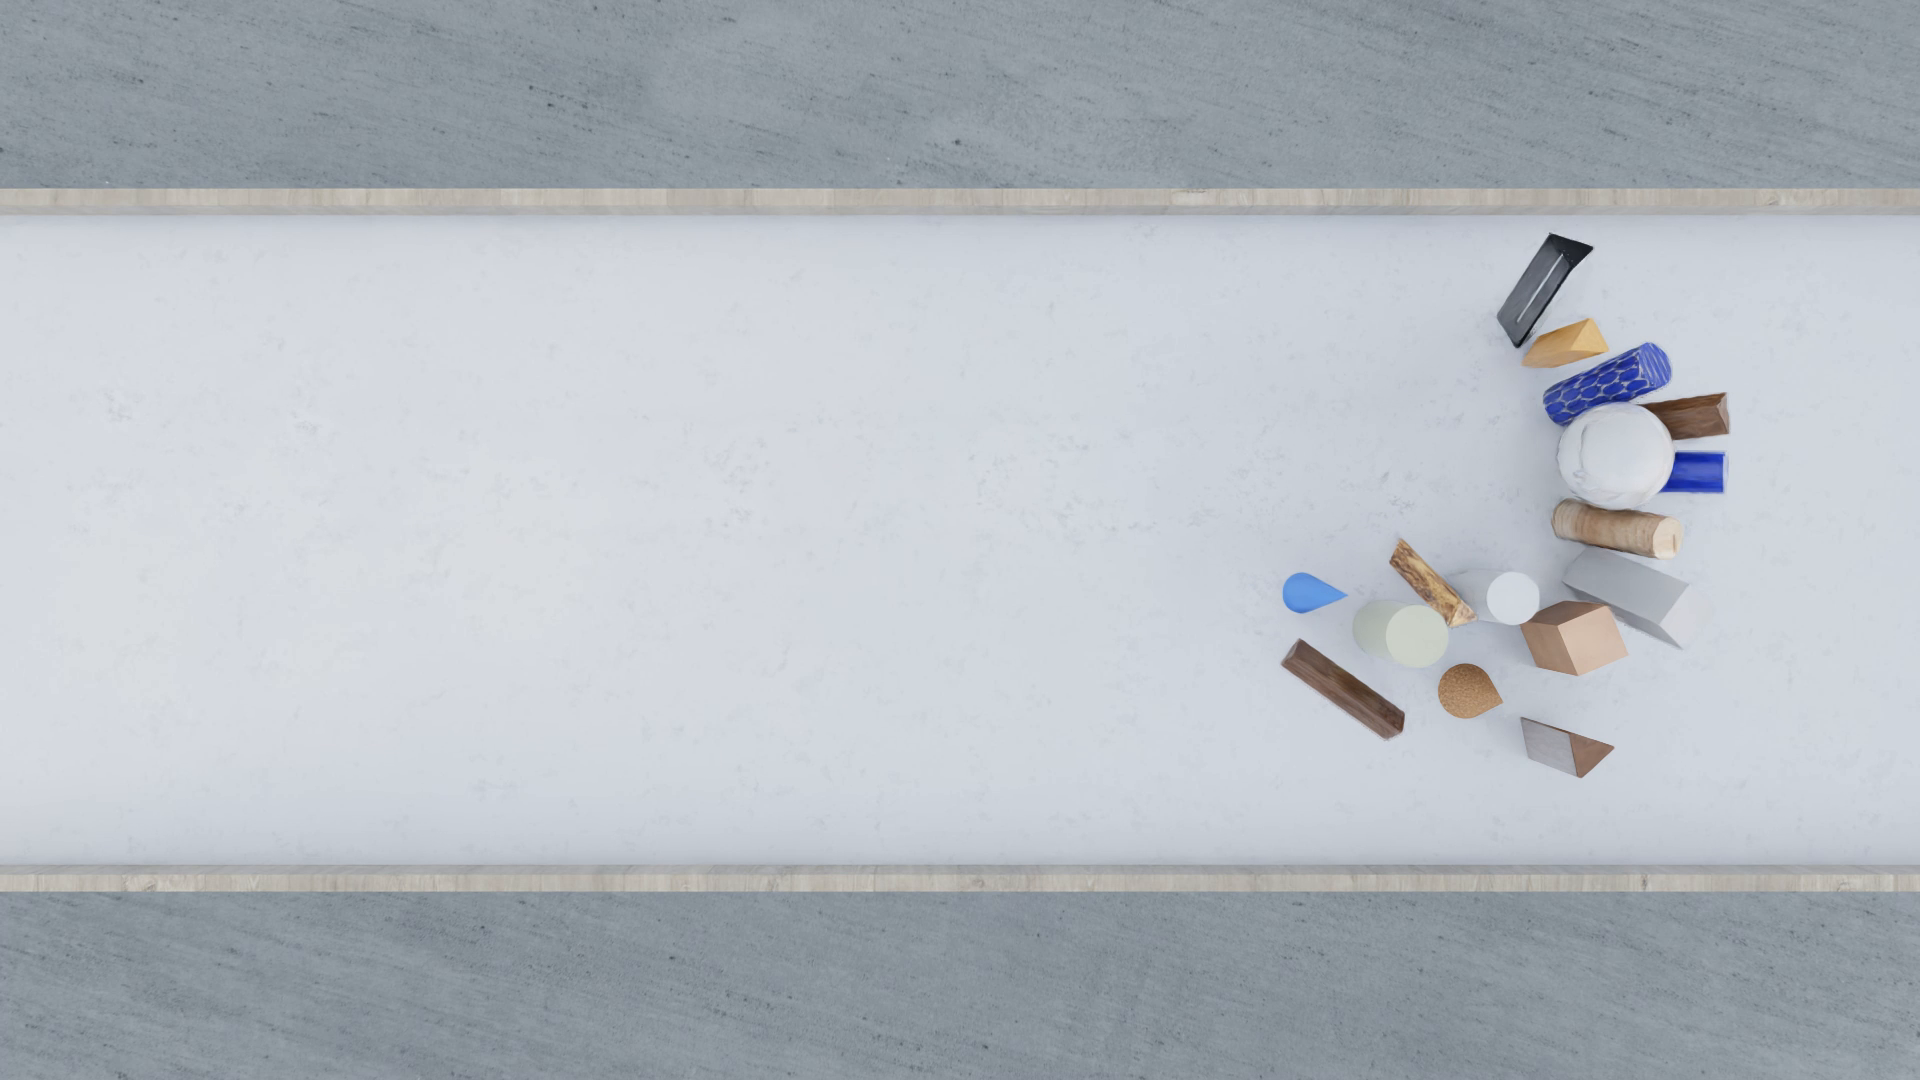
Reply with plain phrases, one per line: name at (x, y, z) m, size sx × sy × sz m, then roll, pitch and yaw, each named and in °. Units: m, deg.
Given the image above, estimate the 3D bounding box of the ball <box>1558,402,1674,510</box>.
ball at (1.907, -0.245, 4.799) m, size 0.316 × 0.316 × 0.316 m, roll 0°, pitch 90°, yaw 0°

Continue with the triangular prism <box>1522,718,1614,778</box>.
triangular prism at (1.764, 0.588, 4.870) m, size 0.132 × 0.413 × 0.114 m, roll -42°, pitch 90°, yaw 0°

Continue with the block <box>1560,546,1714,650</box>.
block at (1.993, 0.163, 4.866) m, size 0.145 × 0.401 × 0.145 m, roll 37°, pitch 90°, yaw -28°

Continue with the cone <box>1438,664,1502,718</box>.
cone at (1.556, 0.465, 4.898) m, size 0.170 × 0.356 × 0.170 m, roll 0°, pitch 90°, yaw 0°

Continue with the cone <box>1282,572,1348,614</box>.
cone at (1.080, 0.161, 4.884) m, size 0.126 × 0.370 × 0.126 m, roll 0°, pitch 89°, yaw -9°

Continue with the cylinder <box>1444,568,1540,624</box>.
cylinder at (1.551, 0.163, 4.850) m, size 0.149 × 0.452 × 0.149 m, roll 0°, pitch 90°, yaw 0°

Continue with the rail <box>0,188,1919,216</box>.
rail at (-2.247, -1.025, 5.002) m, size 12.000 × 0.150 × 0.050 m, roll 0°, pitch 90°, yaw 0°

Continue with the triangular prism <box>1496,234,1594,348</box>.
triangular prism at (1.725, -0.754, 4.919) m, size 0.119 × 0.344 × 0.138 m, roll 41°, pitch 55°, yaw 17°

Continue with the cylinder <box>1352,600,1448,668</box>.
cylinder at (1.297, 0.274, 4.878) m, size 0.179 × 0.397 × 0.179 m, roll 0°, pitch 90°, yaw 0°

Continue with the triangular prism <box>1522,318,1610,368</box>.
triangular prism at (1.785, -0.583, 4.876) m, size 0.108 × 0.401 × 0.094 m, roll 2°, pitch 89°, yaw -1°

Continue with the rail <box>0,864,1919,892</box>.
rail at (-2.247, 1.025, 5.001) m, size 12.000 × 0.150 × 0.050 m, roll 0°, pitch 90°, yaw 0°

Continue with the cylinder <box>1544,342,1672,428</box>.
cylinder at (1.915, -0.457, 4.890) m, size 0.134 × 0.356 × 0.134 m, roll 9°, pitch 70°, yaw -26°

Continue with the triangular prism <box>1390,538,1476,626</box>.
triangular prism at (1.396, 0.116, 4.883) m, size 0.089 × 0.392 × 0.077 m, roll -16°, pitch 120°, yaw -5°

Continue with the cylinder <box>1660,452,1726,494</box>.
cylinder at (2.103, -0.203, 4.938) m, size 0.340 × 0.123 × 0.123 m, roll 2°, pitch 90°, yaw 30°

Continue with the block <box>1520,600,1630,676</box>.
block at (1.818, 0.289, 4.907) m, size 0.158 × 0.340 × 0.158 m, roll -23°, pitch 90°, yaw 0°

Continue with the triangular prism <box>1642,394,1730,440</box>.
triangular prism at (2.058, -0.359, 4.900) m, size 0.392 × 0.106 × 0.122 m, roll -7°, pitch 78°, yaw 39°

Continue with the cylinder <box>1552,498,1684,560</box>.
cylinder at (1.943, -0.034, 4.886) m, size 0.128 × 0.366 × 0.128 m, roll -6°, pitch 102°, yaw -28°

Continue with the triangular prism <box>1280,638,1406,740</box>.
triangular prism at (1.174, 0.461, 5.027) m, size 0.402 × 0.087 × 0.100 m, roll 35°, pitch 95°, yaw 0°
